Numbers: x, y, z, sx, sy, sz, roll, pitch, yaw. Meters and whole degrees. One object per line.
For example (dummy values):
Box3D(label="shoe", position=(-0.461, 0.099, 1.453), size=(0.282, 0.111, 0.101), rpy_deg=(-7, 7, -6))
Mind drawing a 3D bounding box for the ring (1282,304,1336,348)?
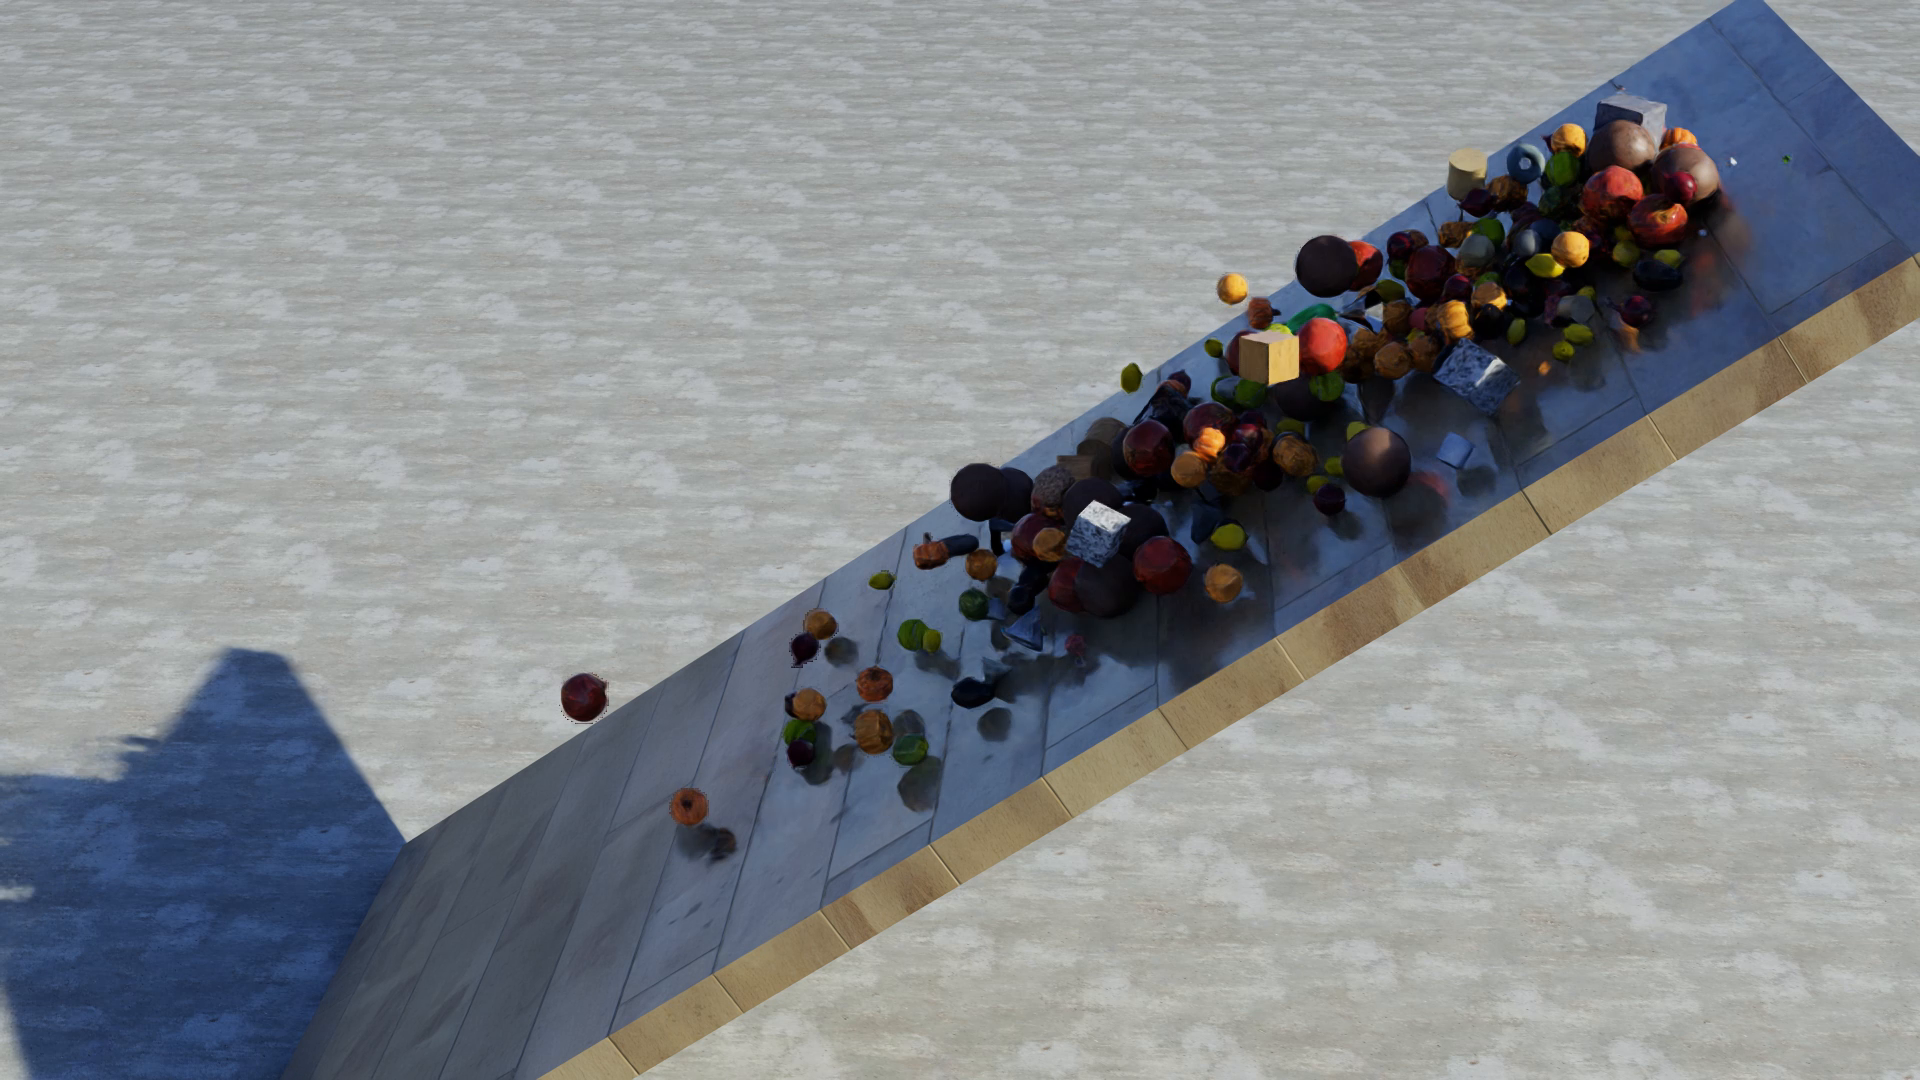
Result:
Box3D(label="ring", position=(0.775, -0.475, 6.552), size=(0.140, 0.047, 0.140), rpy_deg=(-32, 19, 12))

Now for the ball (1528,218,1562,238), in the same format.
Box3D(label="ball", position=(1.162, -0.606, 5.849), size=(0.068, 0.068, 0.068), rpy_deg=(0, 21, 0))

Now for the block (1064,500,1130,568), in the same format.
Box3D(label="block", position=(0.267, -0.011, 5.721), size=(0.083, 0.083, 0.083), rpy_deg=(28, 32, 13))

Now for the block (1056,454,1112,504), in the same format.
Box3D(label="block", position=(0.266, -0.131, 6.383), size=(0.087, 0.087, 0.087), rpy_deg=(1, -12, 33))

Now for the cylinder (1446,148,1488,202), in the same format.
Box3D(label="cylinder", position=(1.024, -0.737, 5.942), size=(0.076, 0.076, 0.076), rpy_deg=(-2, 44, 2))

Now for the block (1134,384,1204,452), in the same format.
Box3D(label="block", position=(0.445, -0.262, 6.287), size=(0.099, 0.099, 0.099), rpy_deg=(39, 11, 6))

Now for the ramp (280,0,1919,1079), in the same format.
Box3D(label="ramp", position=(0.136, 0.173, 6.305), size=(4.000, 0.100, 2.000), rpy_deg=(-32, 16, 15))

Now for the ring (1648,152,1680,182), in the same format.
Box3D(label="ring", position=(1.432, -0.758, 5.988), size=(0.026, 0.077, 0.077), rpy_deg=(46, 26, -4))

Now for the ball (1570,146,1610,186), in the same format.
Box3D(label="ball", position=(1.286, -0.765, 6.009), size=(0.082, 0.082, 0.082), rpy_deg=(0, 21, 0))

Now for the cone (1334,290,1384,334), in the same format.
Box3D(label="cone", position=(0.796, -0.458, 5.941), size=(0.089, 0.089, 0.089), rpy_deg=(-2, 17, 33))

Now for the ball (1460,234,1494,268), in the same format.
Box3D(label="ball", position=(1.020, -0.570, 5.803), size=(0.068, 0.068, 0.068), rpy_deg=(0, 21, 0))

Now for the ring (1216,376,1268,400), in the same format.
Box3D(label="ring", position=(0.610, -0.331, 6.375), size=(0.113, 0.038, 0.113), rpy_deg=(-5, 12, 1))

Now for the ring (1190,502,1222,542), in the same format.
Box3D(label="ring", position=(0.491, -0.036, 5.867), size=(0.030, 0.091, 0.091), rpy_deg=(31, 19, -10))

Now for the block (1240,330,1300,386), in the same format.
Box3D(label="block", position=(0.591, -0.349, 5.622), size=(0.080, 0.080, 0.080), rpy_deg=(-15, 22, -36))

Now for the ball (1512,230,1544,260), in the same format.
Box3D(label="ball", position=(1.102, -0.572, 5.705), size=(0.058, 0.058, 0.058), rpy_deg=(0, 21, 0))

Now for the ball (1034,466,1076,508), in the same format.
Box3D(label="ball", position=(0.201, -0.111, 6.201), size=(0.090, 0.090, 0.090), rpy_deg=(0, 21, 0))

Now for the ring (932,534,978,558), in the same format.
Box3D(label="ring", position=(-0.010, 0.013, 6.500), size=(0.104, 0.035, 0.104), rpy_deg=(-10, 9, 2))

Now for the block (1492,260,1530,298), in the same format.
Box3D(label="block", position=(1.114, -0.524, 5.948), size=(0.050, 0.050, 0.050), rpy_deg=(-32, 15, 32))

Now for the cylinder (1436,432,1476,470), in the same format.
Box3D(label="cylinder", position=(0.895, -0.161, 5.316), size=(0.053, 0.053, 0.053), rpy_deg=(28, 2, -1))

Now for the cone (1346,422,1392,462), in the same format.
Box3D(label="cone", position=(0.804, -0.199, 5.695), size=(0.080, 0.080, 0.080), rpy_deg=(-14, 25, -27))

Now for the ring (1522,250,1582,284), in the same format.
Box3D(label="ring", position=(1.165, -0.541, 5.785), size=(0.115, 0.038, 0.115), rpy_deg=(-3, 33, 2))

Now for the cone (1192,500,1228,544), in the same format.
Box3D(label="cone", position=(0.478, -0.026, 5.800), size=(0.079, 0.079, 0.079), rpy_deg=(20, 9, -3))

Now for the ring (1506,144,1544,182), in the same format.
Box3D(label="ring", position=(1.160, -0.772, 6.032), size=(0.079, 0.079, 0.026), rpy_deg=(-1, 1, -2))

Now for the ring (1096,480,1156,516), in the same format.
Box3D(label="ring", position=(0.347, -0.083, 6.233), size=(0.146, 0.049, 0.146), rpy_deg=(-21, -14, -6))

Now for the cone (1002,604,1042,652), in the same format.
Box3D(label="cone", position=(0.143, 0.164, 5.891), size=(0.089, 0.089, 0.089), rpy_deg=(24, -9, 4))

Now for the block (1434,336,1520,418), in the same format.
Box3D(label="block", position=(0.958, -0.302, 5.448), size=(0.093, 0.093, 0.093), rpy_deg=(30, 7, -44))

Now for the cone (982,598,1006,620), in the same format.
Box3D(label="cone", position=(0.084, 0.157, 6.227), size=(0.052, 0.052, 0.052), rpy_deg=(-14, 35, -31))

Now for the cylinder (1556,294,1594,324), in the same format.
Box3D(label="cylinder", position=(1.168, -0.439, 5.582), size=(0.052, 0.052, 0.052), rpy_deg=(-6, 8, -15))

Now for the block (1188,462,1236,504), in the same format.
Box3D(label="block", position=(0.516, -0.114, 6.022), size=(0.061, 0.061, 0.061), rpy_deg=(-37, 15, -2))

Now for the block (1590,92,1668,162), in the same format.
Box3D(label="block", position=(1.332, -0.822, 5.859), size=(0.100, 0.100, 0.100), rpy_deg=(23, 31, 34))

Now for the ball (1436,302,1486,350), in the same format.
Box3D(label="ball", position=(0.988, -0.420, 5.794), size=(0.096, 0.096, 0.096), rpy_deg=(0, 21, 0))

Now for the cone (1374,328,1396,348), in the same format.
Box3D(label="cone", position=(0.883, -0.440, 6.205), size=(0.052, 0.052, 0.052), rpy_deg=(-33, 15, 11))

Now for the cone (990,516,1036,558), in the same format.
Box3D(label="cone", position=(0.124, -0.012, 6.603), size=(0.100, 0.100, 0.100), rpy_deg=(-5, 20, 9))

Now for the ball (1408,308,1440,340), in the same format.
Box3D(label="ball", position=(0.953, -0.444, 6.031), size=(0.067, 0.067, 0.067), rpy_deg=(0, 21, 0))

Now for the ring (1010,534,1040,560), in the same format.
Box3D(label="ring", position=(0.146, 0.014, 6.516), size=(0.077, 0.026, 0.077), rpy_deg=(-32, 16, 11))

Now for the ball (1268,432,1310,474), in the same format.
Box3D(label="ball", position=(0.656, -0.174, 5.854), size=(0.084, 0.084, 0.084), rpy_deg=(0, 21, 0))

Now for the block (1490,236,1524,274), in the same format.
Box3D(label="block", position=(1.130, -0.586, 6.064), size=(0.060, 0.060, 0.060), rpy_deg=(-13, 19, 45))

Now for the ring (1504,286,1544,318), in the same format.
Box3D(label="ring", position=(1.105, -0.467, 5.764), size=(0.083, 0.028, 0.083), rpy_deg=(17, 41, -15))

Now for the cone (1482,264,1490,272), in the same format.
Box3D(label="cone", position=(1.096, -0.583, 6.164), size=(0.067, 0.067, 0.067), rpy_deg=(-7, 52, -16))

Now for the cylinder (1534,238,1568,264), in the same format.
Box3D(label="cylinder", position=(1.151, -0.563, 5.732), size=(0.052, 0.052, 0.052), rpy_deg=(1, 20, -14))
